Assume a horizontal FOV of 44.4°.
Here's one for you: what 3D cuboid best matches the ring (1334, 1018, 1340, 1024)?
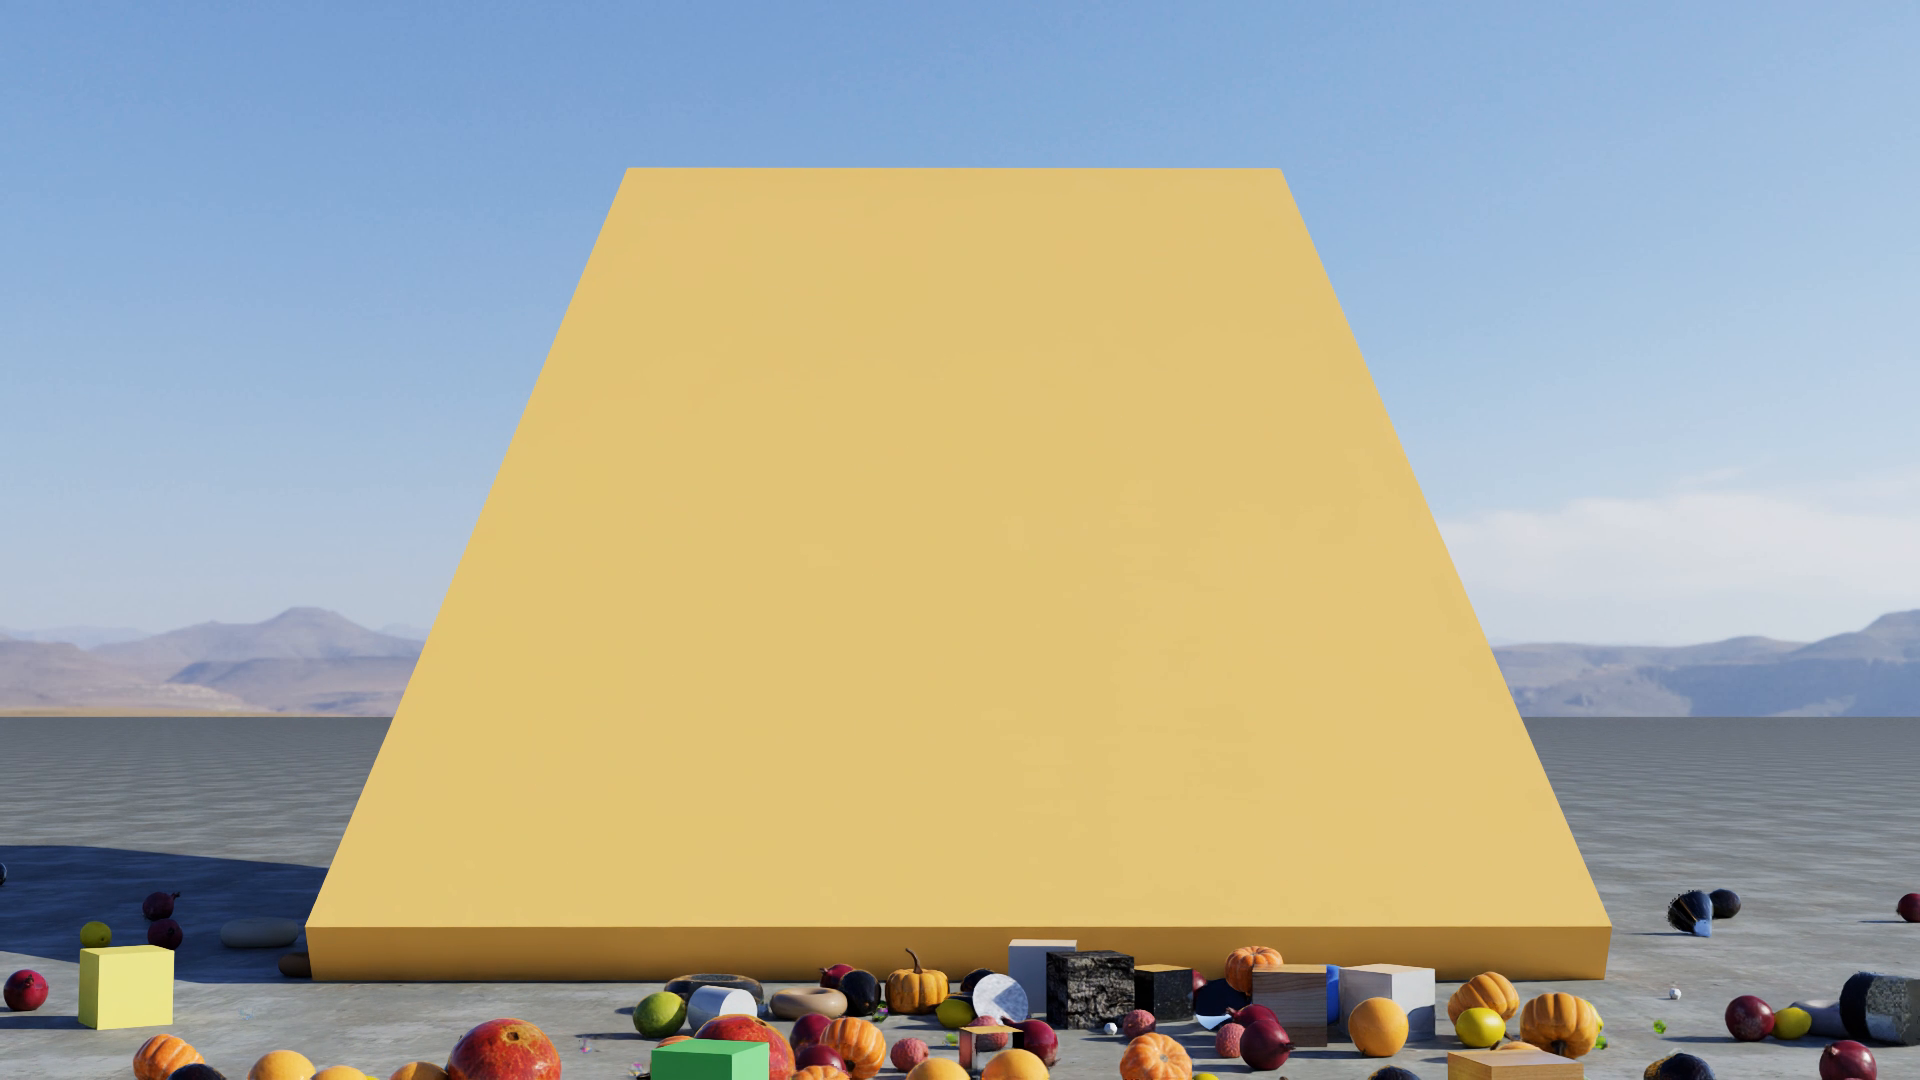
[{"bbox_3d":[0.537,0.624,3.170,0.143,0.048,0.143,1,-4,0],"label":"ring"}]

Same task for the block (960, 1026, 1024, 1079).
[{"bbox_3d":[0.035,0.582,2.659,0.056,0.056,0.056,2,-4,-21],"label":"block"}]

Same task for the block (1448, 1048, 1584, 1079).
[{"bbox_3d":[0.520,0.531,2.200,0.092,0.092,0.092,1,-4,-14],"label":"block"}]

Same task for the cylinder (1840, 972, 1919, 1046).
[{"bbox_3d":[1.172,0.591,2.965,0.083,0.083,0.083,2,-5,-28],"label":"cylinder"}]

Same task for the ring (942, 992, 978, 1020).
[{"bbox_3d":[0.024,0.633,3.195,0.098,0.033,0.098,1,-5,0],"label":"ring"}]

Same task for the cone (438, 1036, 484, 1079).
[{"bbox_3d":[-0.517,0.554,2.437,0.081,0.081,0.081,0,-4,0],"label":"cone"}]

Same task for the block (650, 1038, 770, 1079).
[{"bbox_3d":[-0.245,0.542,2.313,0.087,0.087,0.087,-1,-4,19],"label":"block"}]

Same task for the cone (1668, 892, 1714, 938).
[{"bbox_3d":[1.375,0.714,4.365,0.088,0.088,0.088,1,22,-8],"label":"cone"}]

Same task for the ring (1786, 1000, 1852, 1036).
[{"bbox_3d":[1.130,0.620,3.049,0.112,0.037,0.112,0,-3,0],"label":"ring"}]

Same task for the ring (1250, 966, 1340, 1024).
[{"bbox_3d":[0.451,0.602,3.082,0.145,0.048,0.145,-18,8,2],"label":"ring"}]

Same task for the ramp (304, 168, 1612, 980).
[{"bbox_3d":[-0.009,-0.229,5.421,2.000,0.100,4.000,0,26,0],"label":"ramp"}]

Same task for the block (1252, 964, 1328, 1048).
[{"bbox_3d":[0.417,0.587,2.970,0.091,0.091,0.091,-1,-4,9],"label":"block"}]

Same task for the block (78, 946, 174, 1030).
[{"bbox_3d":[-1.116,0.597,3.145,0.097,0.097,0.097,3,-5,-35],"label":"block"}]

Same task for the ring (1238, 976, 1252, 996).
[{"bbox_3d":[0.446,0.655,3.448,0.078,0.026,0.078,-1,-3,0],"label":"ring"}]

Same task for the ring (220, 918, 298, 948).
[{"bbox_3d":[-1.244,0.698,4.177,0.136,0.045,0.136,-1,-3,0],"label":"ring"}]

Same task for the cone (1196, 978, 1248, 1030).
[{"bbox_3d":[0.358,0.627,3.107,0.072,0.072,0.072,-2,-31,29],"label":"cone"}]

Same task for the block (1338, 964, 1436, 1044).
[{"bbox_3d":[0.547,0.593,3.012,0.086,0.086,0.086,4,-5,-41],"label":"block"}]

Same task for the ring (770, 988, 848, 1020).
[{"bbox_3d":[-0.206,0.632,3.204,0.106,0.035,0.106,0,-3,0],"label":"ring"}]

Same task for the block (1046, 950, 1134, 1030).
[{"bbox_3d":[0.173,0.599,3.132,0.092,0.092,0.092,1,-4,-16],"label":"block"}]

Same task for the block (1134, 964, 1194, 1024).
[{"bbox_3d":[0.266,0.613,3.179,0.069,0.069,0.069,3,-5,-35],"label":"block"}]

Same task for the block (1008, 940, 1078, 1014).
[{"bbox_3d":[0.117,0.610,3.291,0.092,0.092,0.092,0,-4,5],"label":"block"}]

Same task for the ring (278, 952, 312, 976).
[{"bbox_3d":[-1.027,0.671,3.718,0.098,0.033,0.098,1,-5,0],"label":"ring"}]

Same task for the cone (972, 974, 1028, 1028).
[{"bbox_3d":[0.040,0.626,3.114,0.078,0.078,0.078,2,-31,-23],"label":"cone"}]

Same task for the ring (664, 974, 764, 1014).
[{"bbox_3d":[-0.343,0.632,3.270,0.139,0.046,0.139,1,-4,0],"label":"ring"}]
